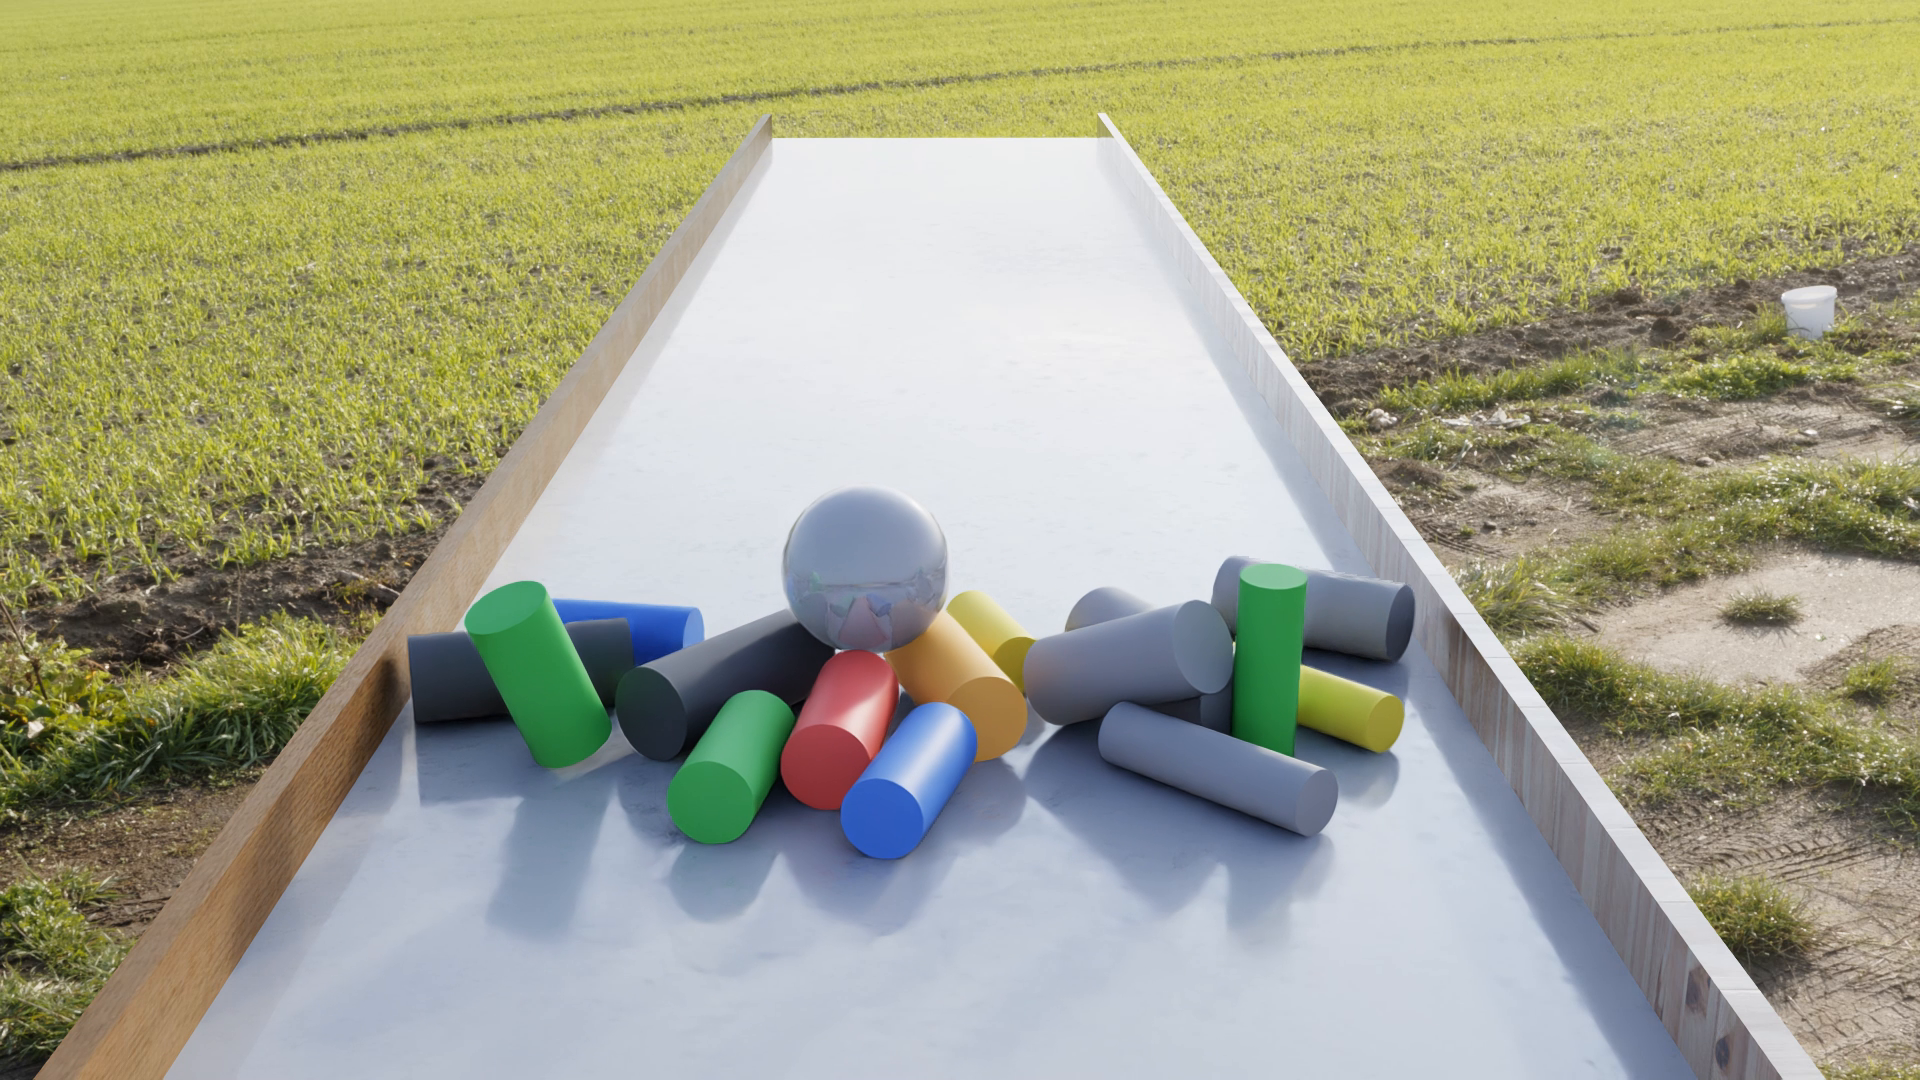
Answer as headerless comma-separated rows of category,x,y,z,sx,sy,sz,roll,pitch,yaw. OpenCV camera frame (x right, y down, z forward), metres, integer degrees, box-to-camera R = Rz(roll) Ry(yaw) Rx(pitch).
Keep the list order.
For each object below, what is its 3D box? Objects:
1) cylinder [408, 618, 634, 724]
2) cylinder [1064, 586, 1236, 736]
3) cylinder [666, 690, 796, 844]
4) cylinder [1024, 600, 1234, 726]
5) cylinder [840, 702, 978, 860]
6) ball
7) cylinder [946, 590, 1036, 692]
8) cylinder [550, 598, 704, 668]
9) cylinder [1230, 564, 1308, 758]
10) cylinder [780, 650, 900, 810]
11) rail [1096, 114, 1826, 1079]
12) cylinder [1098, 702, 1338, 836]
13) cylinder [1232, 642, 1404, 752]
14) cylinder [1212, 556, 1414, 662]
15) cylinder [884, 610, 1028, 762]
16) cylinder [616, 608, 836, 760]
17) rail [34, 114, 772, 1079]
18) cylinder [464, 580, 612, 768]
cylinder,-0.822,0.244,4.124,0.403,0.162,0.162,-5,17,-15
cylinder,0.390,0.231,4.145,0.171,0.171,0.457,-9,19,-28
cylinder,-0.379,0.378,3.704,0.145,0.145,0.331,2,17,8
cylinder,0.300,0.224,3.955,0.360,0.167,0.167,-17,1,44
cylinder,-0.080,0.395,3.656,0.138,0.138,0.351,4,17,14
ball,-0.173,0.053,4.074,0.318,0.318,0.318,0,17,0
cylinder,0.067,0.199,4.357,0.115,0.115,0.302,-5,17,-17
cylinder,-0.733,0.189,4.349,0.429,0.138,0.138,3,17,11
cylinder,0.540,0.221,3.865,0.116,0.343,0.116,1,22,0
cylinder,-0.206,0.327,3.856,0.154,0.154,0.376,2,17,5
rail,0.932,-0.844,7.801,0.050,0.150,12.000,0,17,-1
cylinder,0.433,0.384,3.735,0.114,0.114,0.433,-15,22,-42
cylinder,0.636,0.288,4.072,0.106,0.106,0.382,-14,21,-39
cylinder,0.718,0.139,4.484,0.379,0.157,0.157,10,19,30
cylinder,-0.014,0.261,4.070,0.160,0.160,0.406,-5,17,-16
cylinder,-0.426,0.260,4.047,0.174,0.174,0.411,12,20,34
rail,-1.118,-0.838,7.780,0.050,0.150,12.000,0,17,-1
cylinder,-0.735,0.236,3.845,0.150,0.300,0.150,-15,31,9
